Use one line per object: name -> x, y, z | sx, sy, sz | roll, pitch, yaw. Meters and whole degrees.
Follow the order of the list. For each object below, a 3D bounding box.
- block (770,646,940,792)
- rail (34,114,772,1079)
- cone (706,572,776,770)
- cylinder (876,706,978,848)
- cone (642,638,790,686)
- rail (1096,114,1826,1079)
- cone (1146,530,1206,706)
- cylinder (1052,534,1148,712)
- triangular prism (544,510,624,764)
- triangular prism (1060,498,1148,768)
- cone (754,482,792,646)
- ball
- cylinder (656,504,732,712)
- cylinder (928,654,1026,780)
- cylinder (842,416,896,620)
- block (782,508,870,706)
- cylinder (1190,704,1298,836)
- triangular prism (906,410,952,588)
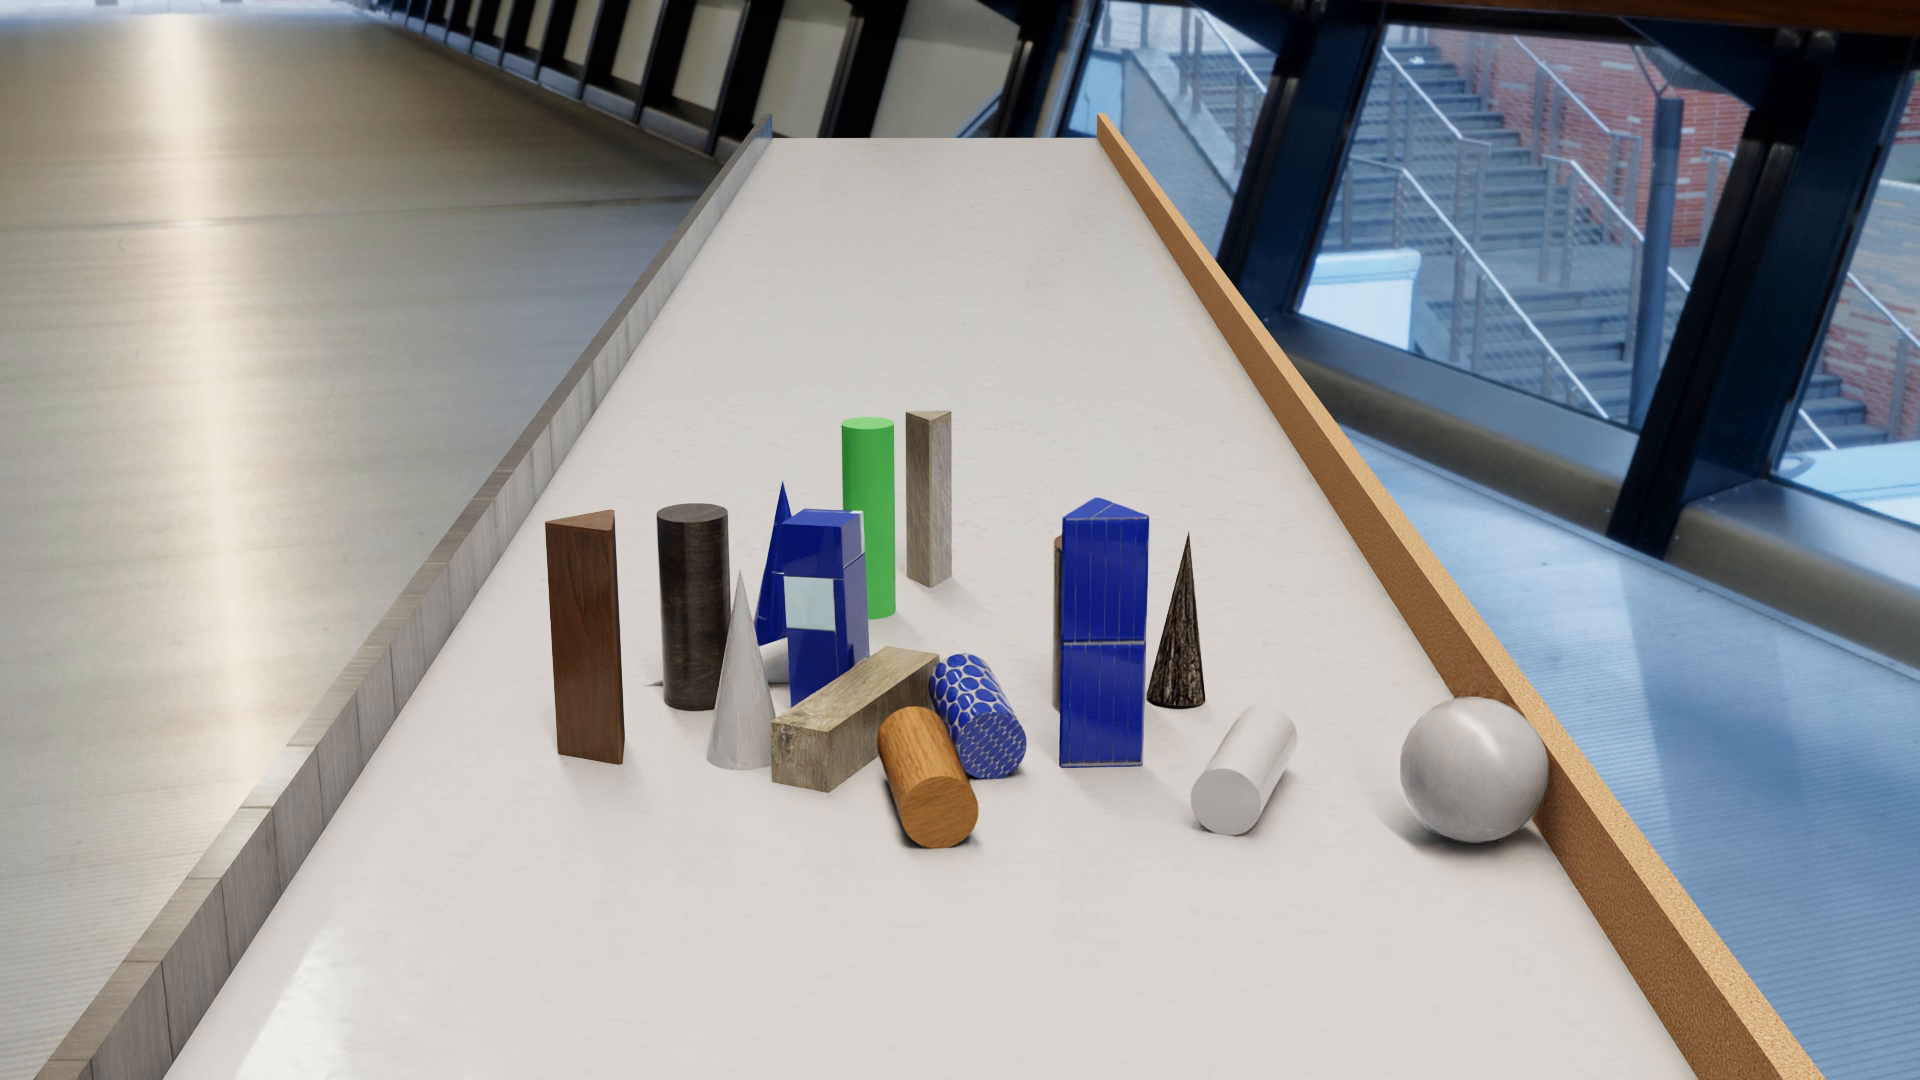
block -> -0.182, 0.317, 3.964 | 0.112, 0.112, 0.436 | 8, 18, 24
rail -> -1.118, -0.838, 7.780 | 0.050, 0.150, 12.000 | 0, 17, -1
cone -> -0.384, 0.216, 3.883 | 0.141, 0.351, 0.141 | 0, 17, 0
cylinder -> -0.057, 0.394, 3.682 | 0.126, 0.126, 0.316 | -3, 17, -9
cone -> -0.404, 0.246, 4.286 | 0.441, 0.131, 0.131 | -10, 17, -3
rail -> 0.932, -0.844, 7.801 | 0.050, 0.150, 12.000 | 0, 17, -1
cone -> 0.421, 0.141, 4.164 | 0.113, 0.328, 0.113 | 3, 13, -1
cylinder -> 0.263, 0.158, 4.135 | 0.177, 0.319, 0.177 | 0, 16, 0
triangular prism -> -0.638, 0.168, 3.905 | 0.132, 0.432, 0.115 | 7, 18, 22
triangular prism -> 0.246, 0.162, 3.876 | 0.146, 0.458, 0.126 | -1, 17, -3
cone -> -0.350, 0.057, 4.391 | 0.164, 0.368, 0.164 | 0, 17, 0
ball -> 0.832, 0.371, 3.564 | 0.236, 0.236, 0.236 | 0, 17, 0
cylinder -> -0.499, 0.126, 4.152 | 0.133, 0.370, 0.133 | 0, 16, 0
cylinder -> 0.029, 0.314, 3.952 | 0.126, 0.126, 0.305 | -3, 17, -9
cylinder -> -0.193, -0.046, 4.655 | 0.110, 0.414, 0.110 | 0, 17, 0
block -> -0.248, 0.136, 4.111 | 0.118, 0.368, 0.118 | 3, 16, 17
cylinder -> 0.484, 0.386, 3.724 | 0.117, 0.117, 0.309 | 6, 17, 19
triangular prism -> -0.056, -0.095, 4.878 | 0.086, 0.381, 0.100 | -11, 20, -32
